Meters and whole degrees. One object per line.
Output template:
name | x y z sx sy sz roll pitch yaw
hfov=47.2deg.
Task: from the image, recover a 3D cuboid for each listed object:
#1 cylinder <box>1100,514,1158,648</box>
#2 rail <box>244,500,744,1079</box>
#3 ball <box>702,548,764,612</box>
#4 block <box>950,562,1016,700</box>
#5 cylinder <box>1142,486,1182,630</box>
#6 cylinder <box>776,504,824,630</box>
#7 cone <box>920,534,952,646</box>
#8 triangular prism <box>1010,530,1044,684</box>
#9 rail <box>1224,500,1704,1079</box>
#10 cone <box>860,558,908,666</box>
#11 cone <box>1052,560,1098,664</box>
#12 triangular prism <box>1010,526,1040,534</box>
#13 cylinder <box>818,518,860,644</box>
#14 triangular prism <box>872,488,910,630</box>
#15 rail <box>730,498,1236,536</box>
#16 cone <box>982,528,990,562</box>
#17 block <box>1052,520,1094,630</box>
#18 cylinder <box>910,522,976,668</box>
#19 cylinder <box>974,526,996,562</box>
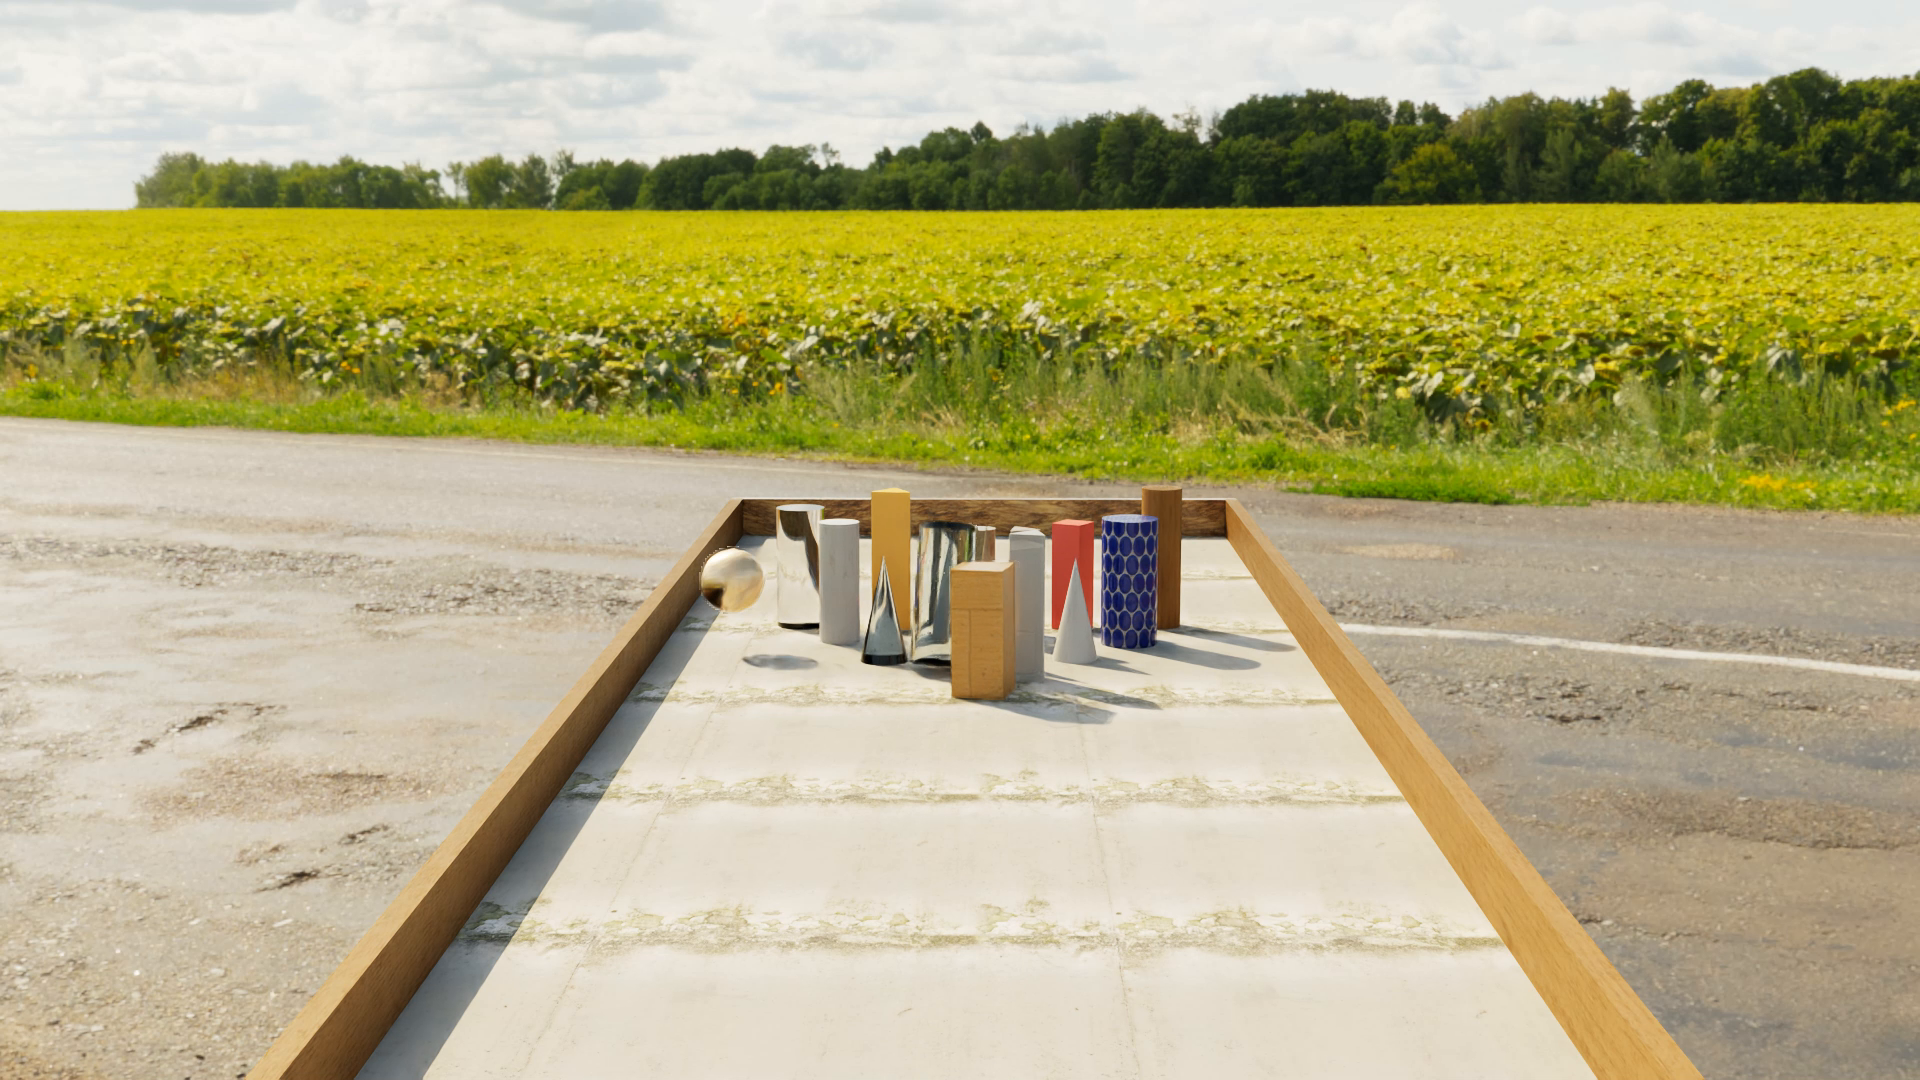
cylinder | 0.533 0.129 6.922 0.178 0.398 0.178 0 9 0
rail | -1.004 0.839 3.234 0.050 0.150 12.000 0 9 1
ball | -0.703 0.125 6.808 0.196 0.196 0.196 0 9 0
block | 0.066 0.255 6.228 0.150 0.366 0.150 2 9 14
cylinder | 0.658 0.055 7.201 0.132 0.457 0.132 0 9 0
cylinder | -0.521 0.087 7.214 0.158 0.390 0.158 0 9 0
cone | -0.063 0.143 6.953 0.127 0.362 0.127 0 9 0
triangular prism | 0.208 0.192 6.412 0.107 0.434 0.092 3 9 18
rail | 1.046 0.843 3.208 0.050 0.150 12.000 0 9 1
cone | -0.231 0.206 6.668 0.146 0.326 0.146 0 9 0
cone | 0.351 0.207 6.695 0.140 0.316 0.140 0 9 0
triangular prism | 0.190 0.143 6.942 0.102 0.364 0.088 -3 10 -20
cylinder | -0.382 0.131 6.964 0.129 0.382 0.129 0 9 0
triangular prism | -0.219 0.060 7.192 0.124 0.451 0.108 1 9 7
rail | 0.099 -0.098 9.147 2.100 0.150 0.050 0 9 1
cone | 0.079 0.159 6.655 0.104 0.423 0.104 0 9 0
block | 0.368 0.115 7.172 0.101 0.348 0.101 5 10 30
cylinder | -0.050 0.163 6.558 0.170 0.412 0.170 4 -11 1
cylinder | 0.065 0.122 7.205 0.101 0.324 0.101 0 9 0
